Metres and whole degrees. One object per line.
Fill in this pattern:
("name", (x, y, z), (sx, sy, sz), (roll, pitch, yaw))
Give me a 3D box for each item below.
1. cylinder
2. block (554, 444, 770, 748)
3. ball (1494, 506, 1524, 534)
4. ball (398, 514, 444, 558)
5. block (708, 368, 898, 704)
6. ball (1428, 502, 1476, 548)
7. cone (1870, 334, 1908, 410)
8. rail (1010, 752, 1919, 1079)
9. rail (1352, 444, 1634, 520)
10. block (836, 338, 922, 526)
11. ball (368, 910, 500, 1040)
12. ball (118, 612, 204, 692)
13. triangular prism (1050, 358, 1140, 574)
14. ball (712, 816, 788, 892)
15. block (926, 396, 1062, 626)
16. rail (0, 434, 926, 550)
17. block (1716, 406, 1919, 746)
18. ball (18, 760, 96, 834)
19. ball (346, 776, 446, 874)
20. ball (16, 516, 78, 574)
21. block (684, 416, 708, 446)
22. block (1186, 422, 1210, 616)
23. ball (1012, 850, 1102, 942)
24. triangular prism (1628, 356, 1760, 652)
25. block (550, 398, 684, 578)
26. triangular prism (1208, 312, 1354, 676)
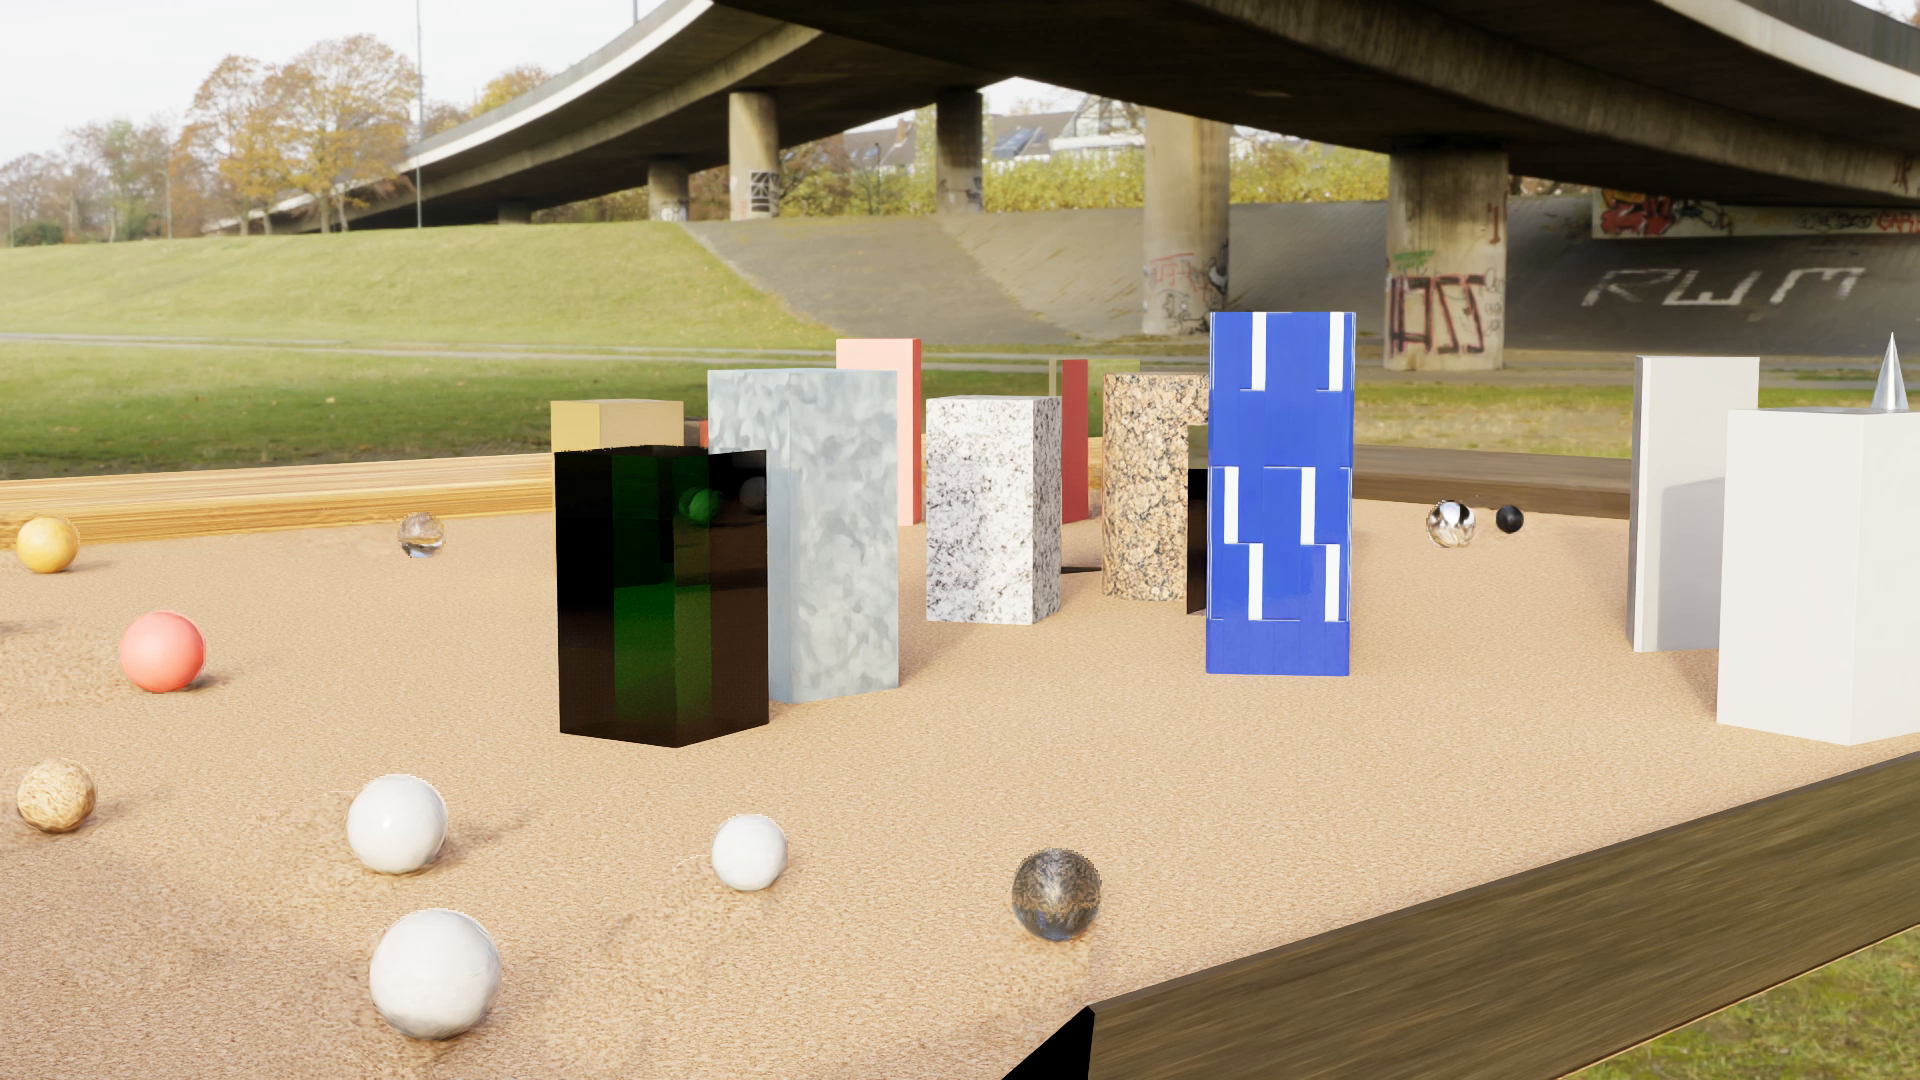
("cylinder", (0.322, -0.088, 3.453), (0.197, 0.346, 0.197), (0, 6, 0))
("block", (-0.315, 0.054, 2.334), (0.158, 0.297, 0.158), (4, 7, 32))
("ball", (1.100, -0.041, 4.400), (0.057, 0.057, 0.057), (0, 6, 0))
("ball", (-0.970, -0.007, 3.954), (0.080, 0.080, 0.080), (0, 6, 0))
("block", (-0.184, -0.012, 2.585), (0.158, 0.375, 0.158), (-5, 8, -41))
("ball", (0.922, -0.028, 4.116), (0.088, 0.088, 0.088), (0, 6, 0))
("cone", (1.441, -0.118, 3.421), (0.197, 0.413, 0.197), (0, 6, 0))
("rail", (1.177, 0.166, 2.063), (3.940, 0.128, 0.045), (-5, 8, -42))
("rail", (1.431, -0.104, 4.645), (0.045, 0.128, 3.520), (-5, 8, -42))
("block", (-0.169, -0.230, 4.626), (0.158, 0.385, 0.158), (1, 6, 6))
("ball", (-0.322, 0.267, 1.348), (0.078, 0.078, 0.078), (0, 6, 0))
("ball", (-0.932, 0.131, 2.567), (0.094, 0.094, 0.094), (0, 6, 0))
("triangular prism", (0.199, -0.134, 3.815), (0.171, 0.362, 0.148), (-4, 7, -32))
("ball", (-0.162, 0.241, 1.690), (0.058, 0.058, 0.058), (0, 6, 0))
("block", (0.051, -0.048, 3.203), (0.158, 0.318, 0.158), (2, 6, 17))
("rail", (-1.177, -0.099, 4.601), (3.940, 0.128, 0.045), (-5, 8, -42))
("block", (0.929, 0.031, 2.346), (0.158, 0.339, 0.158), (-4, 7, -36))
("ball", (-0.771, 0.219, 1.878), (0.062, 0.062, 0.062), (0, 6, 0))
("ball", (-0.446, 0.226, 1.743), (0.077, 0.077, 0.077), (0, 6, 0))
("ball", (-1.547, 0.008, 3.728), (0.098, 0.098, 0.098), (0, 6, 0))
("block", (-0.525, -0.098, 4.026), (0.158, 0.247, 0.158), (1, 6, 12))
("block", (0.439, -0.032, 3.245), (0.158, 0.278, 0.158), (3, 7, 28))
("ball", (0.068, 0.252, 1.558), (0.064, 0.064, 0.064), (0, 6, 0))
("triangular prism", (0.946, -0.054, 2.951), (0.171, 0.383, 0.148), (-2, 6, -17))
("block", (-0.566, -0.082, 3.641), (0.158, 0.295, 0.158), (-5, 8, -39))
("triangular prism", (0.398, -0.062, 2.746), (0.171, 0.442, 0.148), (1, 6, 7))
